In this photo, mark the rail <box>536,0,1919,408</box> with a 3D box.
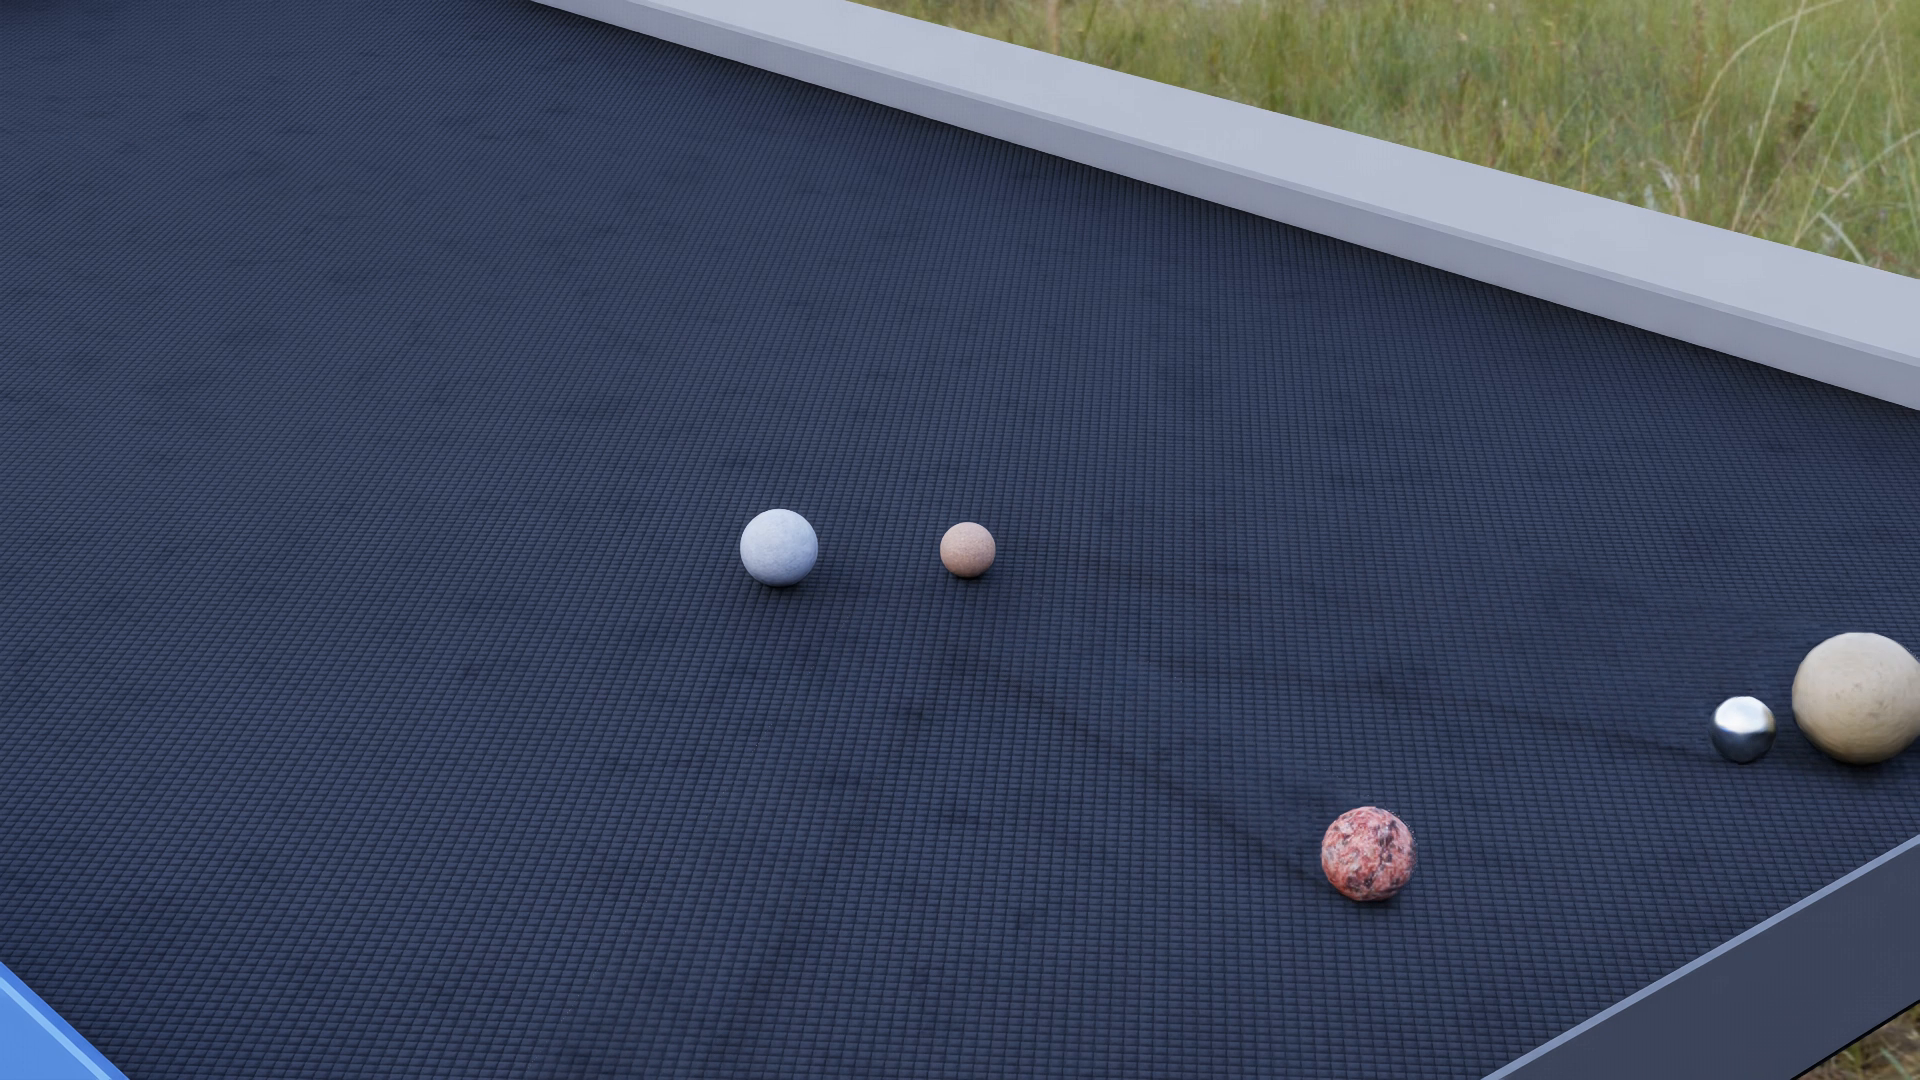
[{"bbox_3d":[0.117,-0.522,3.589,0.045,0.124,3.568,-18,29,-37],"label":"rail"}]

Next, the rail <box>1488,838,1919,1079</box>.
[{"bbox_3d":[0.568,0.224,1.801,1.901,0.124,0.045,-18,29,-37],"label":"rail"}]

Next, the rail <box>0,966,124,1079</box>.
[{"bbox_3d":[-1.284,-0.055,2.469,0.045,0.124,3.568,-18,29,-37],"label":"rail"}]

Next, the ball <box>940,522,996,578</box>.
[{"bbox_3d":[0.006,0.008,2.421,0.046,0.046,0.046,0,23,0],"label":"ball"}]

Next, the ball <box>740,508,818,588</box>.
[{"bbox_3d":[-0.148,0.007,2.402,0.064,0.064,0.064,0,23,0],"label":"ball"}]

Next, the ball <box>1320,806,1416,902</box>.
[{"bbox_3d":[0.267,0.206,1.927,0.062,0.062,0.062,0,23,0],"label":"ball"}]

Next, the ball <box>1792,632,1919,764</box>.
[{"bbox_3d":[0.645,0.113,2.106,0.095,0.095,0.095,0,23,0],"label":"ball"}]

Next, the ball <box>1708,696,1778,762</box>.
[{"bbox_3d":[0.563,0.136,2.114,0.048,0.048,0.048,0,23,0],"label":"ball"}]
